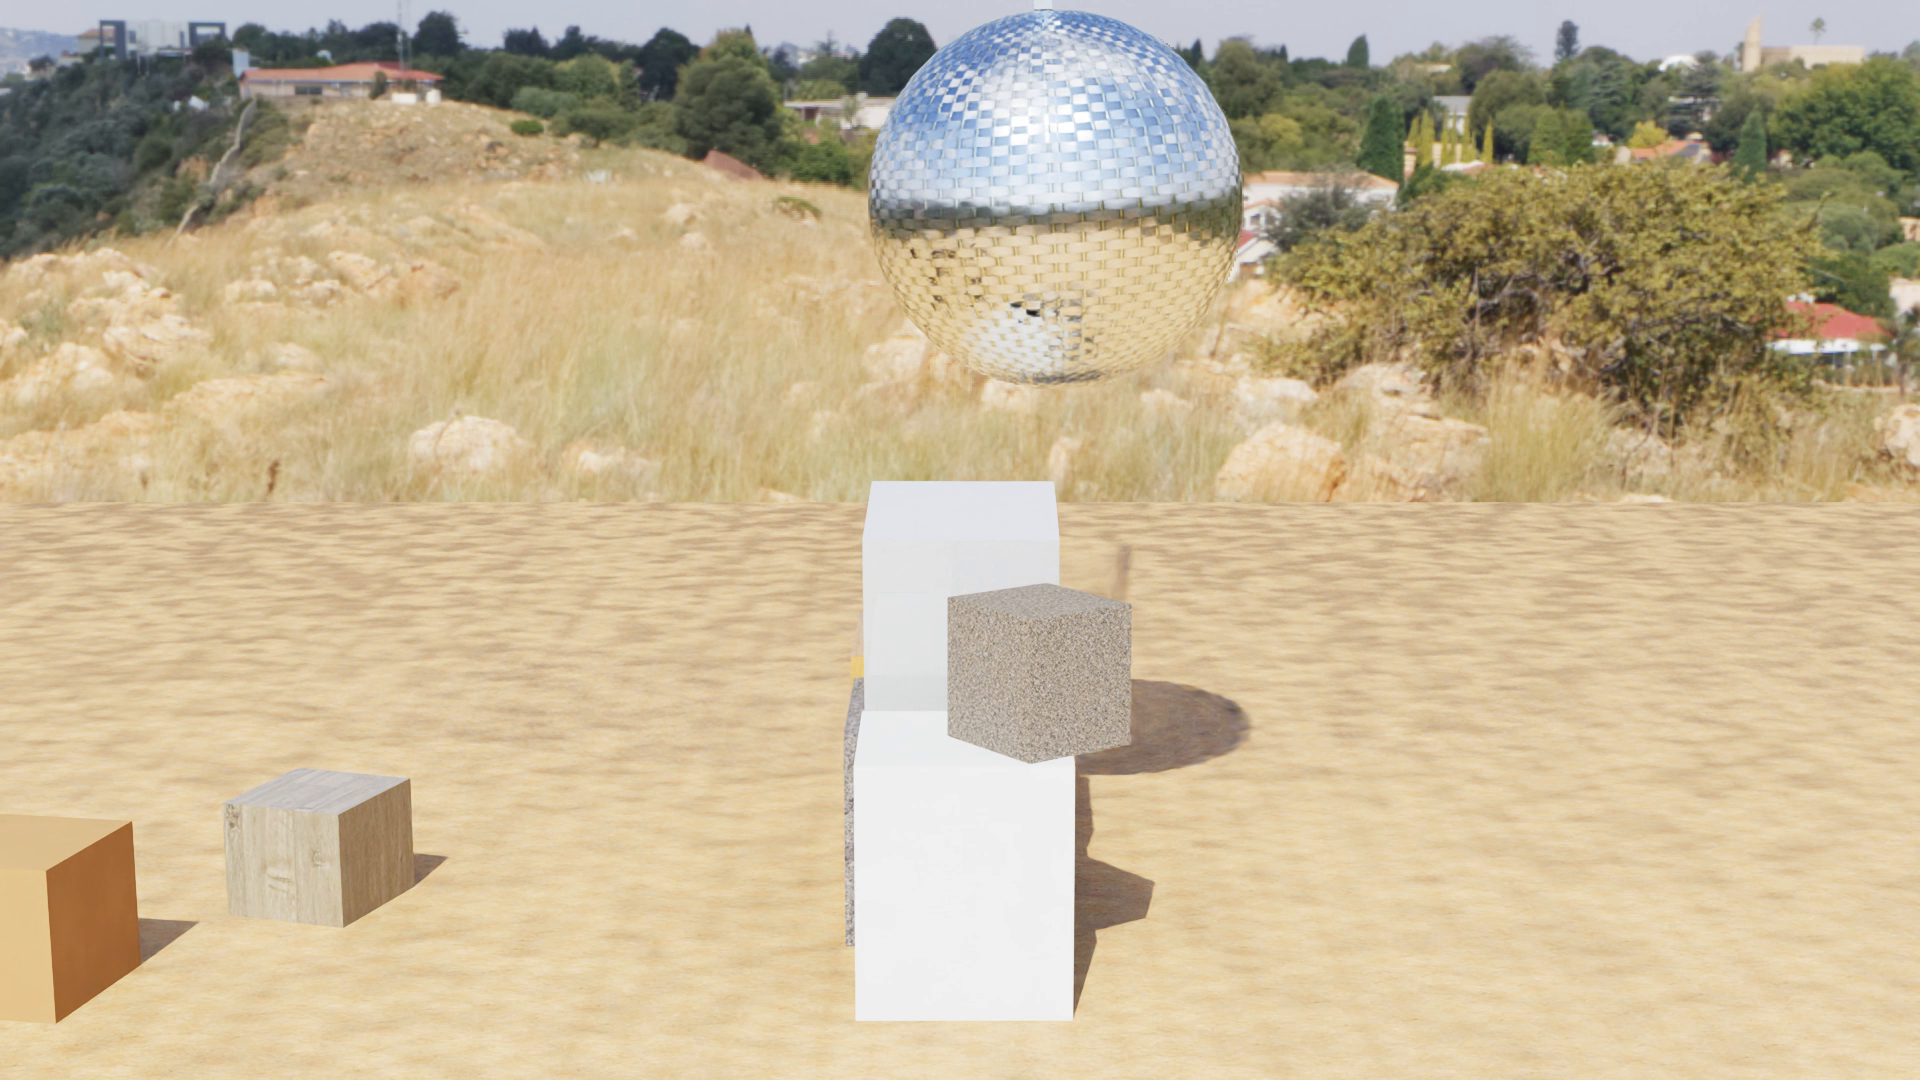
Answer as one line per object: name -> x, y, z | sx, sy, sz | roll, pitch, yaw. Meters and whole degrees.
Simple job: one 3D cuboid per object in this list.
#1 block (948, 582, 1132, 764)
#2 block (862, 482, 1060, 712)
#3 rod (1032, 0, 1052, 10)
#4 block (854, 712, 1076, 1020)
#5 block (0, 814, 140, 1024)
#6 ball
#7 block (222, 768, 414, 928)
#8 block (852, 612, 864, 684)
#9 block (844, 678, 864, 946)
block -> 0.300, 0.498, 9.779 | 0.484, 0.545, 0.518 | -7, 13, -36
block -> 0.009, 0.245, 10.811 | 0.790, 0.778, 0.876 | 0, 17, 1
rod -> 0.175, -4.780, 10.311 | 0.080, 5.200, 0.080 | -4, 10, 1
block -> 0.016, 1.245, 9.953 | 0.816, 0.988, 0.823 | 0, 10, 0
block -> -3.650, 1.450, 9.924 | 0.658, 0.597, 0.657 | 2, 10, 10
ball -> 0.403, -1.443, 10.918 | 1.600, 1.600, 1.600 | 0, 10, 0
block -> -2.741, 1.310, 10.992 | 0.555, 0.490, 0.586 | 3, 11, 18
block -> -0.006, 0.909, 11.828 | 0.945, 0.979, 0.948 | 0, 10, 0
block -> -0.004, 1.130, 10.868 | 0.925, 0.888, 0.999 | 0, 10, 0
